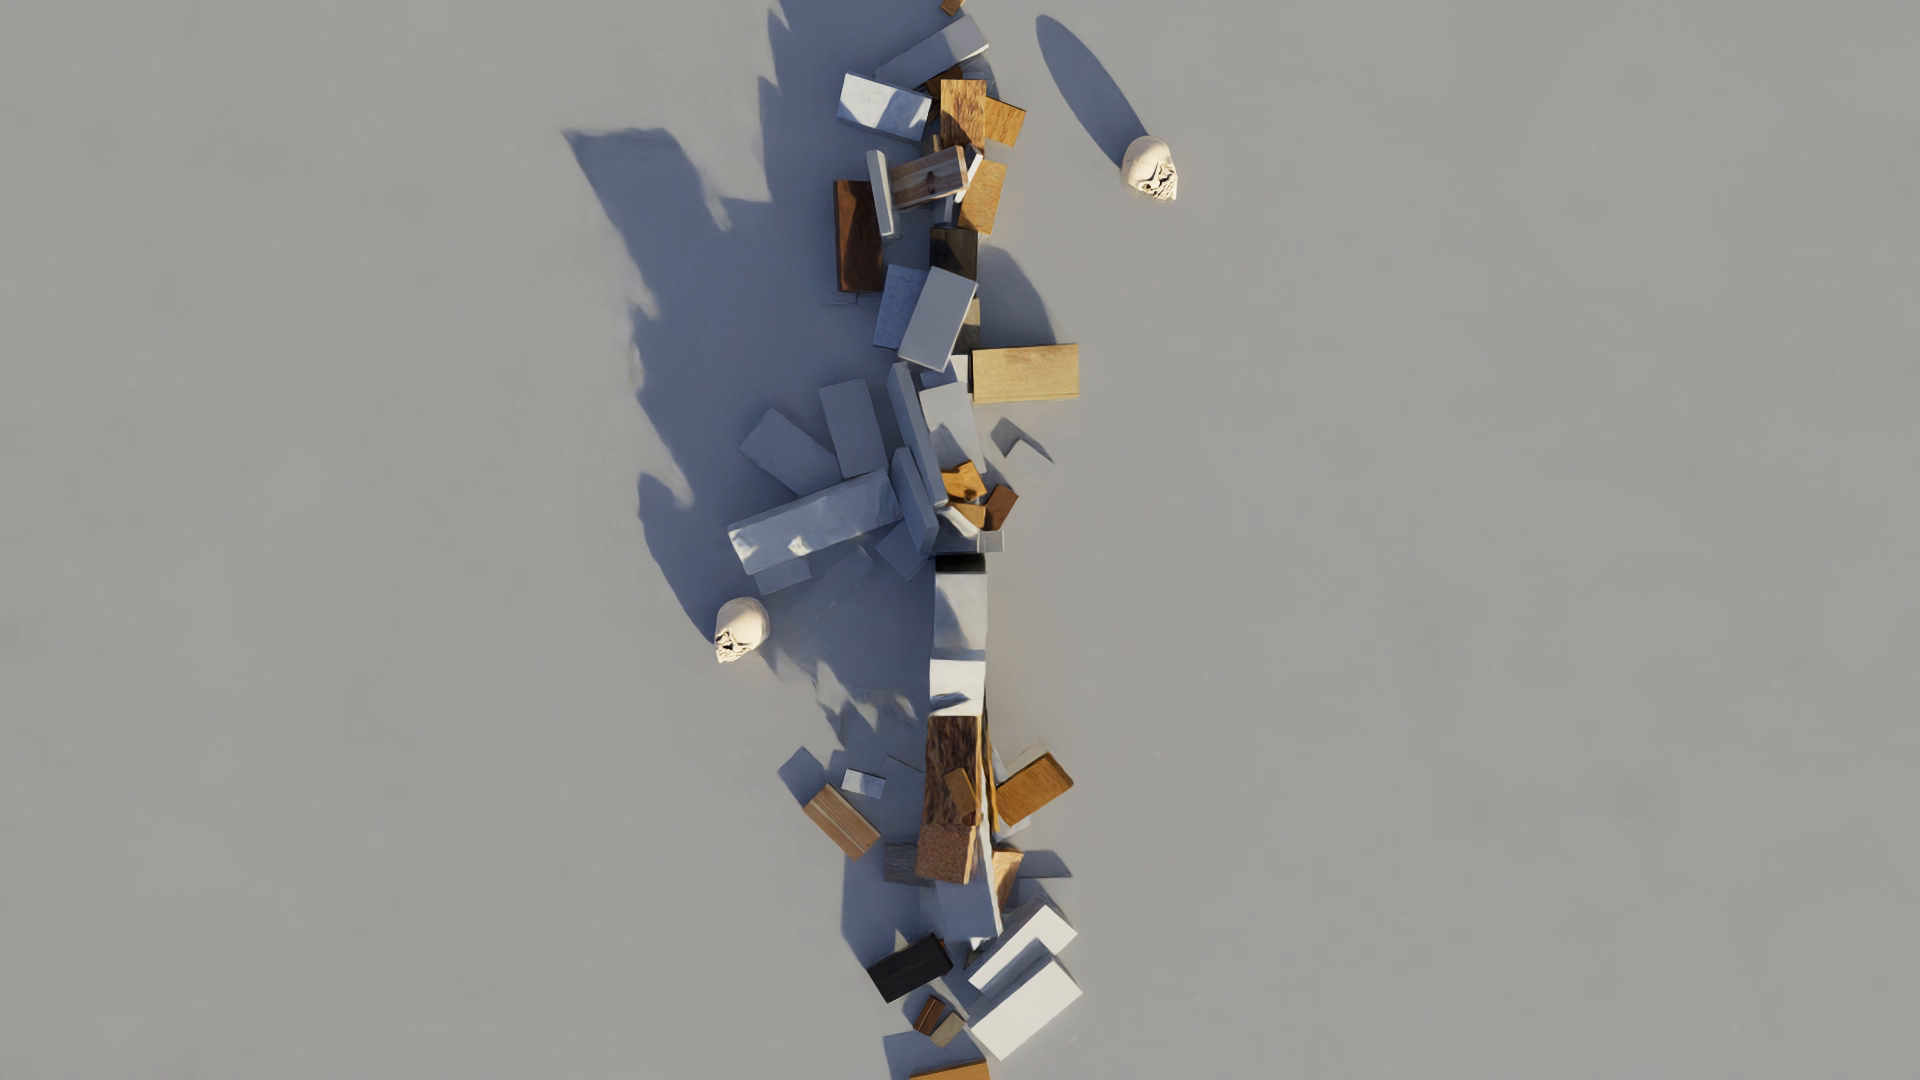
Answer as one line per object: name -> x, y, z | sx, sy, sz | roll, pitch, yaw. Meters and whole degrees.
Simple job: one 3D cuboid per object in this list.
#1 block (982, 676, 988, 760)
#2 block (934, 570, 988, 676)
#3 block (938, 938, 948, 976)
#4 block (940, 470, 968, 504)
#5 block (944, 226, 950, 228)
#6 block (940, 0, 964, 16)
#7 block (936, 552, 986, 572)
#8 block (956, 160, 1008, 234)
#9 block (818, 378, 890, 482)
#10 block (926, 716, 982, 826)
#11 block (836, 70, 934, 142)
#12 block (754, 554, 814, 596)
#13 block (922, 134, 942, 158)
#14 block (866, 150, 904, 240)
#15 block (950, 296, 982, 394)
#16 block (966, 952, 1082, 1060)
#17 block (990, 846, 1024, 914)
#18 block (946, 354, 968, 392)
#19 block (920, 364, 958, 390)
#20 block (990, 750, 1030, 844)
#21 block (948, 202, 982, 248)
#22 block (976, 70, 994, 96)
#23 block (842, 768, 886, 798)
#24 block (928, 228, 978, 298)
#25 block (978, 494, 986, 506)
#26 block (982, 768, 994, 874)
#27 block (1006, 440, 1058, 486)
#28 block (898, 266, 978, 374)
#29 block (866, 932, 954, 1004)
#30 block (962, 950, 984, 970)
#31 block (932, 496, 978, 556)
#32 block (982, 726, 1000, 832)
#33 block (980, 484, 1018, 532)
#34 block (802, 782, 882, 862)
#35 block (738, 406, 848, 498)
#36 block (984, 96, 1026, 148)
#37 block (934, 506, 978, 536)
block -> -0.003, 0.552, 5.393 | 0.173, 0.049, 0.346 | -8, 69, 16
block -> 0.002, 0.259, 5.138 | 0.162, 0.046, 0.323 | 0, 102, 0
block -> -0.077, 1.381, 5.454 | 0.060, 0.017, 0.120 | -5, 97, 1
block -> -0.022, -0.171, 5.336 | 0.065, 0.018, 0.130 | 2, 132, 18
block -> -0.012, -0.913, 5.457 | 0.115, 0.033, 0.230 | 9, 103, 0
block -> -0.017, -1.799, 5.493 | 0.050, 0.014, 0.101 | 38, 90, 0
block -> 0.004, 0.103, 5.337 | 0.162, 0.323, 0.046 | -3, 103, 0
block -> 0.072, -1.135, 5.440 | 0.115, 0.033, 0.230 | 13, 94, -5
block -> -0.351, -0.367, 5.449 | 0.156, 0.044, 0.312 | -15, 83, -9
block -> -0.019, 0.718, 5.142 | 0.168, 0.048, 0.336 | -2, 82, 21
block -> -0.249, -1.432, 5.446 | 0.292, 0.041, 0.146 | 17, 119, 0
block -> -0.590, 0.113, 5.487 | 0.181, 0.026, 0.090 | -20, 90, 0
block -> -0.088, -1.242, 5.455 | 0.025, 0.088, 0.176 | -7, 90, -28
block -> -0.248, -1.135, 5.429 | 0.039, 0.137, 0.274 | -10, 90, 15
block -> -0.008, -0.638, 5.438 | 0.156, 0.044, 0.312 | -3, 105, 0
block -> 0.213, 1.540, 5.442 | 0.353, 0.050, 0.176 | -40, 113, 0
block -> 0.104, 1.144, 5.422 | 0.137, 0.039, 0.274 | 12, 100, -44
block -> -0.029, -0.503, 5.433 | 0.111, 0.031, 0.221 | -1, 109, -1
block -> -0.042, -0.455, 5.383 | 0.111, 0.031, 0.221 | -19, 94, 3
block -> 0.112, 0.848, 5.455 | 0.137, 0.039, 0.274 | -25, 88, -19
block -> 0.024, -1.057, 5.484 | 0.115, 0.033, 0.230 | 14, 90, 0
block -> 0.059, -1.488, 5.490 | 0.068, 0.019, 0.136 | 22, 90, 0
block -> -0.320, 0.811, 5.490 | 0.135, 0.019, 0.068 | 16, 90, 0
block -> -0.024, -0.865, 5.427 | 0.156, 0.044, 0.312 | 2, 105, 2
block -> 0.026, -0.083, 5.489 | 0.081, 0.023, 0.161 | 14, 90, 0
block -> 0.002, 0.909, 5.290 | 0.173, 0.049, 0.346 | -6, 87, 20
block -> 0.240, -0.256, 5.489 | 0.161, 0.023, 0.081 | 37, 90, 0
block -> -0.073, -0.715, 5.348 | 0.156, 0.044, 0.312 | 21, 85, 2
block -> -0.165, 1.413, 5.446 | 0.261, 0.037, 0.131 | -32, 90, 16
block -> 0.091, 1.396, 5.453 | 0.150, 0.021, 0.075 | 9, 106, -22
block -> -0.016, -0.104, 5.407 | 0.152, 0.043, 0.304 | -2, 76, 9
block -> 0.021, 0.785, 5.378 | 0.173, 0.049, 0.346 | -9, 75, 15
block -> 0.119, -0.098, 5.476 | 0.081, 0.023, 0.161 | 32, 86, -12
block -> -0.392, 0.937, 5.482 | 0.248, 0.035, 0.124 | 44, 90, 0
block -> -0.542, -0.265, 5.475 | 0.350, 0.050, 0.175 | 38, 90, 0
block -> 0.083, -1.401, 5.447 | 0.243, 0.034, 0.122 | 19, 112, -7
block -> -0.013, -0.059, 5.291 | 0.140, 0.070, 0.020 | 41, 54, -38
